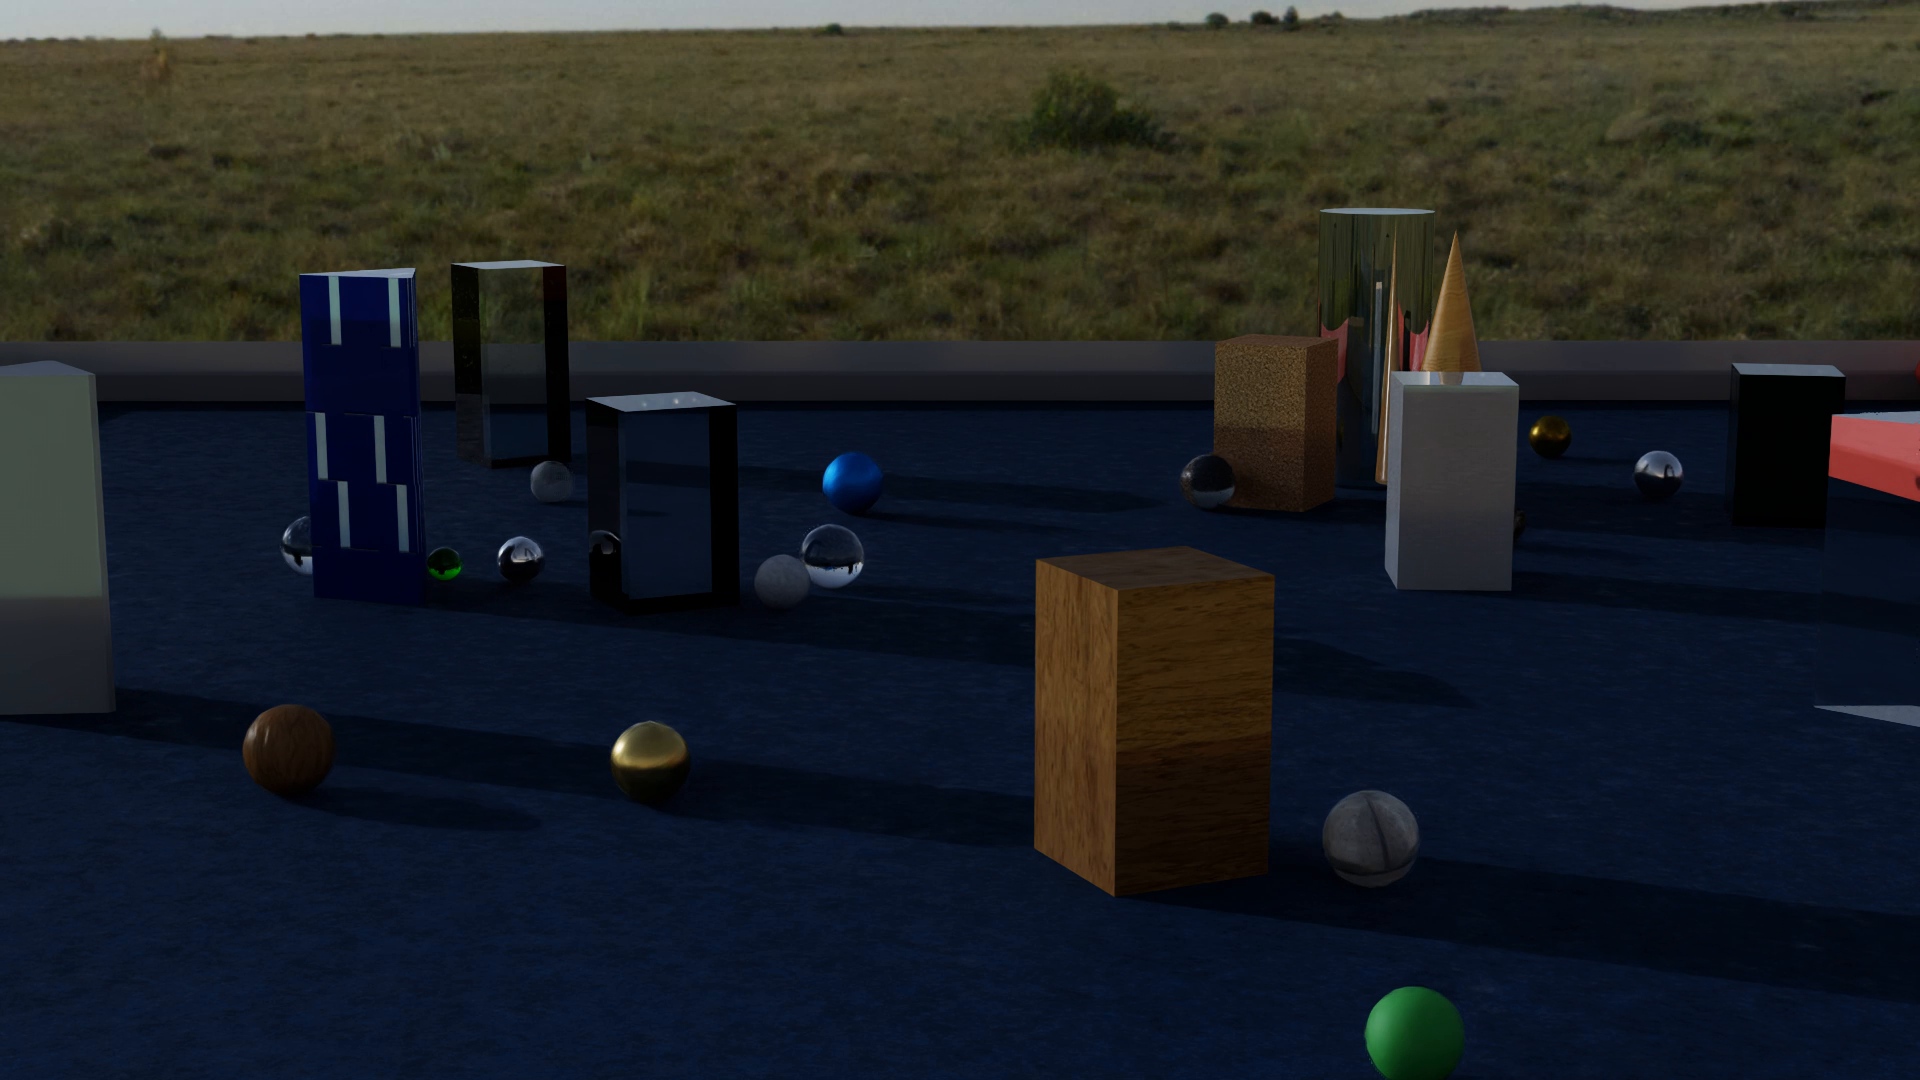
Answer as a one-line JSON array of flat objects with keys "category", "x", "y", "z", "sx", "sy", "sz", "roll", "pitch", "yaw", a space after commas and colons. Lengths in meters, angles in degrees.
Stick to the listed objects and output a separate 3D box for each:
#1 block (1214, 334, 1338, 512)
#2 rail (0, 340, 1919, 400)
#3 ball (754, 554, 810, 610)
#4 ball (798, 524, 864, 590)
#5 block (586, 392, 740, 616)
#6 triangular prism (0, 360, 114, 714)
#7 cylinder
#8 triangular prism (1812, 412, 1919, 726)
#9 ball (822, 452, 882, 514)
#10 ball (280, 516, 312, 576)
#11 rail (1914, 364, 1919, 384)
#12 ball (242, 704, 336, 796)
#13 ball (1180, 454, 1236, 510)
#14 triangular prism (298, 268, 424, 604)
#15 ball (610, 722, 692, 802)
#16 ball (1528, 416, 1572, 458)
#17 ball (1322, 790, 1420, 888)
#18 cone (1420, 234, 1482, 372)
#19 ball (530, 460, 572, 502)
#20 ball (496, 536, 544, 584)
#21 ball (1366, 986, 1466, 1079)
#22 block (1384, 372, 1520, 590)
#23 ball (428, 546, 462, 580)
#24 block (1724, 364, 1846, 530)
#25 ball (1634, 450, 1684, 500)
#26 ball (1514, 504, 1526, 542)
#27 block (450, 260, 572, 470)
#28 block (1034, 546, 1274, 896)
[{"category": "block", "x": 0.531, "y": -0.199, "z": 4.316, "sx": 0.159, "sy": 0.274, "sz": 0.159, "roll": 5, "pitch": 12, "yaw": 27}, {"category": "rail", "x": -0.013, "y": -0.368, "z": 5.619, "sx": 4.292, "sy": 0.129, "sz": 0.045, "roll": 0, "pitch": 10, "yaw": 0}, {"category": "ball", "x": -0.240, "y": 0.057, "z": 3.475, "sx": 0.075, "sy": 0.075, "sz": 0.075, "roll": 0, "pitch": 10, "yaw": 0}, {"category": "ball", "x": -0.180, "y": 0.024, "z": 3.609, "sx": 0.092, "sy": 0.092, "sz": 0.092, "roll": 0, "pitch": 10, "yaw": 0}, {"category": "block", "x": -0.408, "y": -0.053, "z": 3.515, "sx": 0.159, "sy": 0.276, "sz": 0.159, "roll": -5, "pitch": 12, "yaw": -27}, {"category": "triangular prism", "x": -1.058, "y": -0.006, "z": 2.961, "sx": 0.172, "sy": 0.387, "sz": 0.149, "roll": -1, "pitch": 11, "yaw": -4}, {"category": "cylinder", "x": 0.727, "y": -0.339, "z": 4.513, "sx": 0.199, "sy": 0.476, "sz": 0.199, "roll": 0, "pitch": 10, "yaw": 0}, {"category": "triangular prism", "x": 1.096, "y": 0.027, "z": 2.916, "sx": 0.149, "sy": 0.338, "sz": 0.172, "roll": -10, "pitch": 15, "yaw": -44}, {"category": "ball", "x": -0.177, "y": -0.094, "z": 4.222, "sx": 0.099, "sy": 0.099, "sz": 0.099, "roll": 0, "pitch": 10, "yaw": 0}, {"category": "ball", "x": -0.934, "y": 0.009, "z": 3.699, "sx": 0.088, "sy": 0.088, "sz": 0.088, "roll": 0, "pitch": 10, "yaw": 0}, {"category": "rail", "x": 2.122, "y": 0.031, "z": 3.461, "sx": 0.045, "sy": 0.129, "sz": 4.461, "roll": 0, "pitch": 10, "yaw": 0}, {"category": "ball", "x": -0.678, "y": 0.211, "z": 2.593, "sx": 0.092, "sy": 0.092, "sz": 0.092, "roll": 0, "pitch": 10, "yaw": 0}, {"category": "ball", "x": 0.411, "y": -0.096, "z": 4.254, "sx": 0.092, "sy": 0.092, "sz": 0.092, "roll": 0, "pitch": 10, "yaw": 0}, {"category": "triangular prism", "x": -0.792, "y": -0.149, "z": 3.566, "sx": 0.172, "sy": 0.447, "sz": 0.149, "roll": 4, "pitch": 11, "yaw": 19}, {"category": "ball", "x": -0.310, "y": 0.222, "z": 2.567, "sx": 0.081, "sy": 0.081, "sz": 0.081, "roll": 0, "pitch": 10, "yaw": 0}, {"category": "ball", "x": 1.110, "y": -0.194, "z": 4.825, "sx": 0.078, "sy": 0.078, "sz": 0.078, "roll": 0, "pitch": 10, "yaw": 0}, {"category": "ball", "x": 0.369, "y": 0.268, "z": 2.302, "sx": 0.087, "sy": 0.087, "sz": 0.087, "roll": 0, "pitch": 10, "yaw": 0}, {"category": "cone", "x": 0.820, "y": -0.288, "z": 4.284, "sx": 0.199, "sy": 0.460, "sz": 0.199, "roll": 0, "pitch": 10, "yaw": 0}, {"category": "ball", "x": -0.689, "y": -0.098, "z": 4.326, "sx": 0.072, "sy": 0.072, "sz": 0.072, "roll": 0, "pitch": 10, "yaw": 0}, {"category": "ball", "x": -0.627, "y": 0.029, "z": 3.655, "sx": 0.066, "sy": 0.066, "sz": 0.066, "roll": 0, "pitch": 10, "yaw": 0}, {"category": "ball", "x": 0.329, "y": 0.359, "z": 1.854, "sx": 0.072, "sy": 0.072, "sz": 0.072, "roll": 0, "pitch": 10, "yaw": 0}, {"category": "block", "x": 0.699, "y": -0.087, "z": 3.660, "sx": 0.159, "sy": 0.290, "sz": 0.159, "roll": 1, "pitch": 10, "yaw": 3}, {"category": "ball", "x": -0.738, "y": 0.034, "z": 3.672, "sx": 0.049, "sy": 0.049, "sz": 0.049, "roll": 0, "pitch": 10, "yaw": 0}, {"category": "block", "x": 1.332, "y": -0.154, "z": 4.150, "sx": 0.159, "sy": 0.244, "sz": 0.159, "roll": 2, "pitch": 11, "yaw": 11}, {"category": "ball", "x": 1.187, "y": -0.111, "z": 4.359, "sx": 0.083, "sy": 0.083, "sz": 0.083, "roll": 0, "pitch": 10, "yaw": 0}, {"category": "ball", "x": 0.834, "y": -0.026, "z": 3.943, "sx": 0.069, "sy": 0.069, "sz": 0.069, "roll": 0, "pitch": 10, "yaw": 0}, {"category": "block", "x": -0.834, "y": -0.329, "z": 4.765, "sx": 0.159, "sy": 0.365, "sz": 0.159, "roll": -7, "pitch": 13, "yaw": -33}, {"category": "block", "x": 0.176, "y": 0.161, "z": 2.355, "sx": 0.159, "sy": 0.278, "sz": 0.159, "roll": -5, "pitch": 12, "yaw": -24}]
